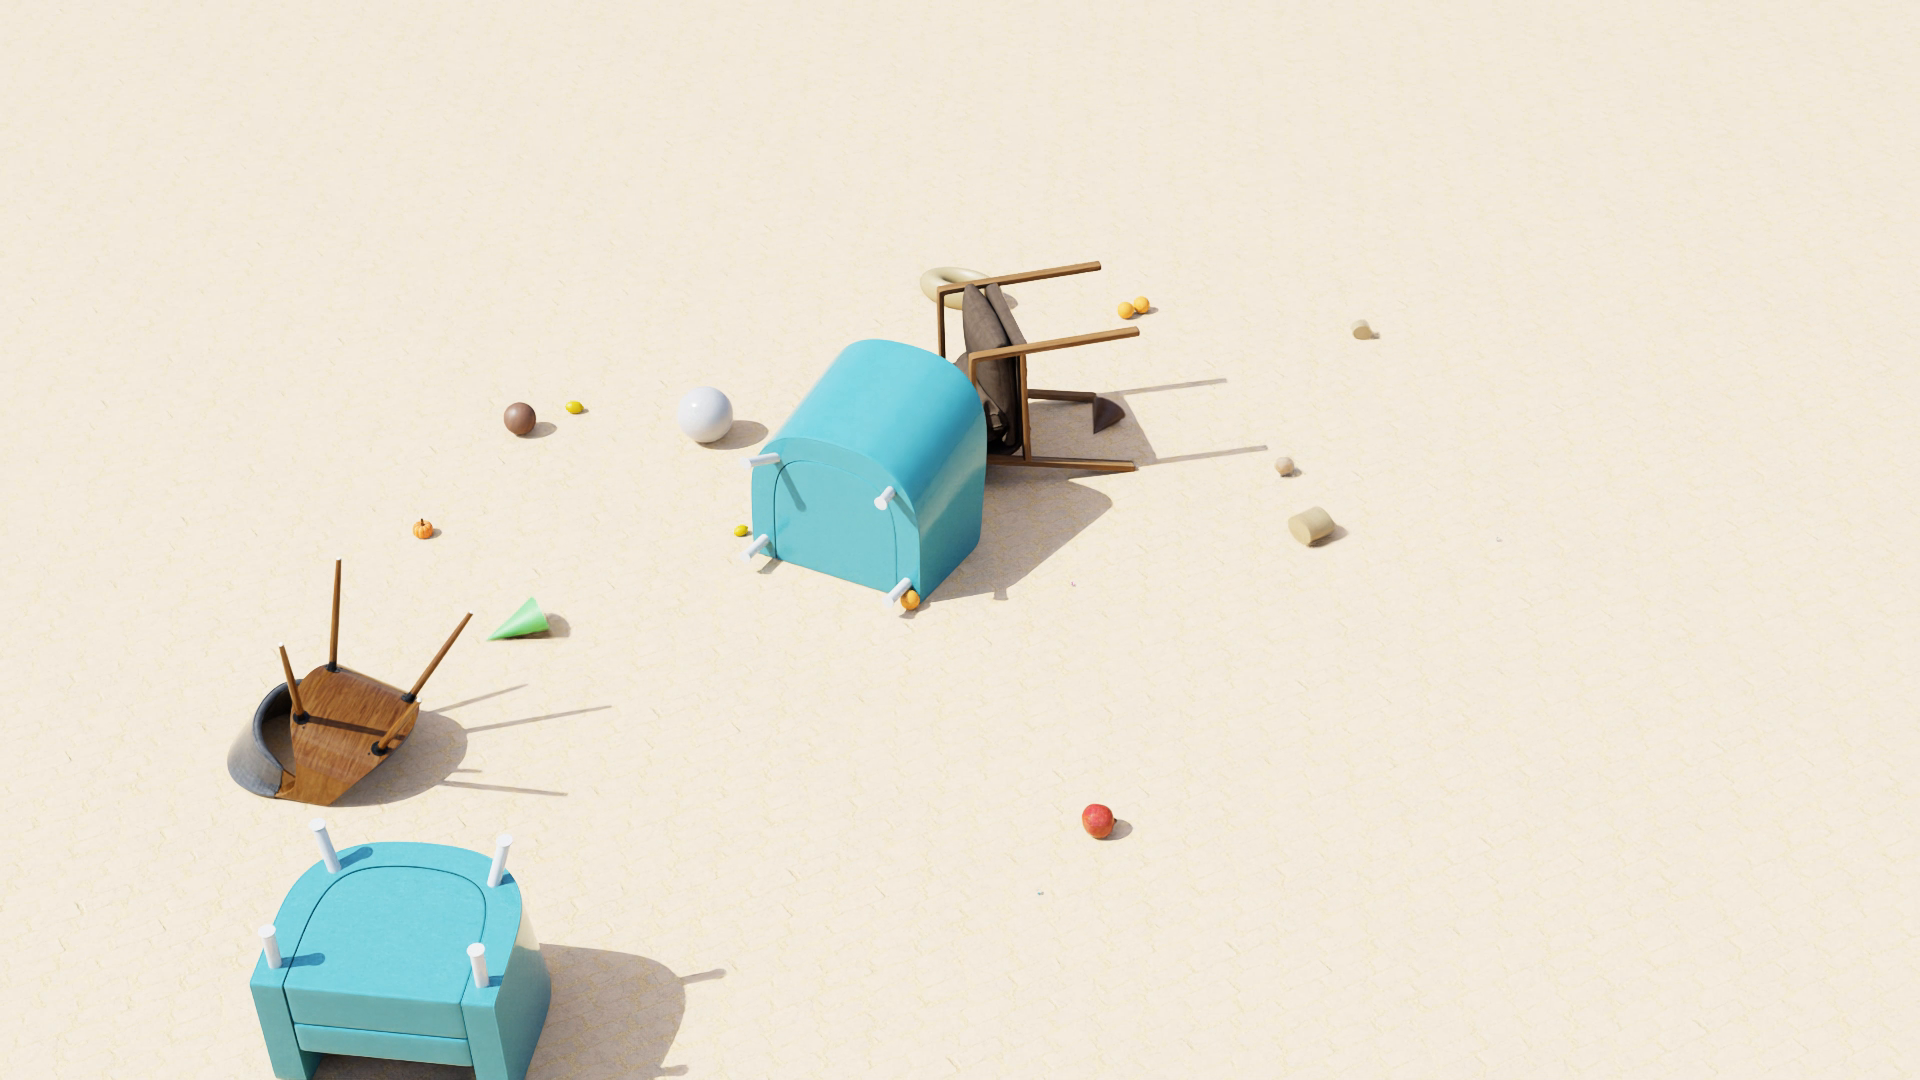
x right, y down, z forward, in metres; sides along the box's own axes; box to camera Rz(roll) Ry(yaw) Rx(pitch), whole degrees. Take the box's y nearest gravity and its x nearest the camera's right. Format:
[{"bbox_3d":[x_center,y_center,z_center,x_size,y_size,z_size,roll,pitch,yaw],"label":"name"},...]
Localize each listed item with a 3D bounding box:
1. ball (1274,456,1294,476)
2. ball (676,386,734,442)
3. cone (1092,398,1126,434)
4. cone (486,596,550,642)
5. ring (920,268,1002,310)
[{"bbox_3d":[1.251,-0.286,11.312,0.074,0.074,0.074,0,33,0],"label":"ball"},{"bbox_3d":[-0.999,-0.493,11.490,0.223,0.223,0.223,0,33,0],"label":"ball"},{"bbox_3d":[0.559,-0.469,11.604,0.147,0.123,0.139,24,64,15],"label":"cone"},{"bbox_3d":[-1.587,0.310,10.418,0.222,0.125,0.175,-27,26,-10],"label":"cone"},{"bbox_3d":[0.004,-1.069,12.465,0.380,0.114,0.207,14,38,22],"label":"ring"}]
